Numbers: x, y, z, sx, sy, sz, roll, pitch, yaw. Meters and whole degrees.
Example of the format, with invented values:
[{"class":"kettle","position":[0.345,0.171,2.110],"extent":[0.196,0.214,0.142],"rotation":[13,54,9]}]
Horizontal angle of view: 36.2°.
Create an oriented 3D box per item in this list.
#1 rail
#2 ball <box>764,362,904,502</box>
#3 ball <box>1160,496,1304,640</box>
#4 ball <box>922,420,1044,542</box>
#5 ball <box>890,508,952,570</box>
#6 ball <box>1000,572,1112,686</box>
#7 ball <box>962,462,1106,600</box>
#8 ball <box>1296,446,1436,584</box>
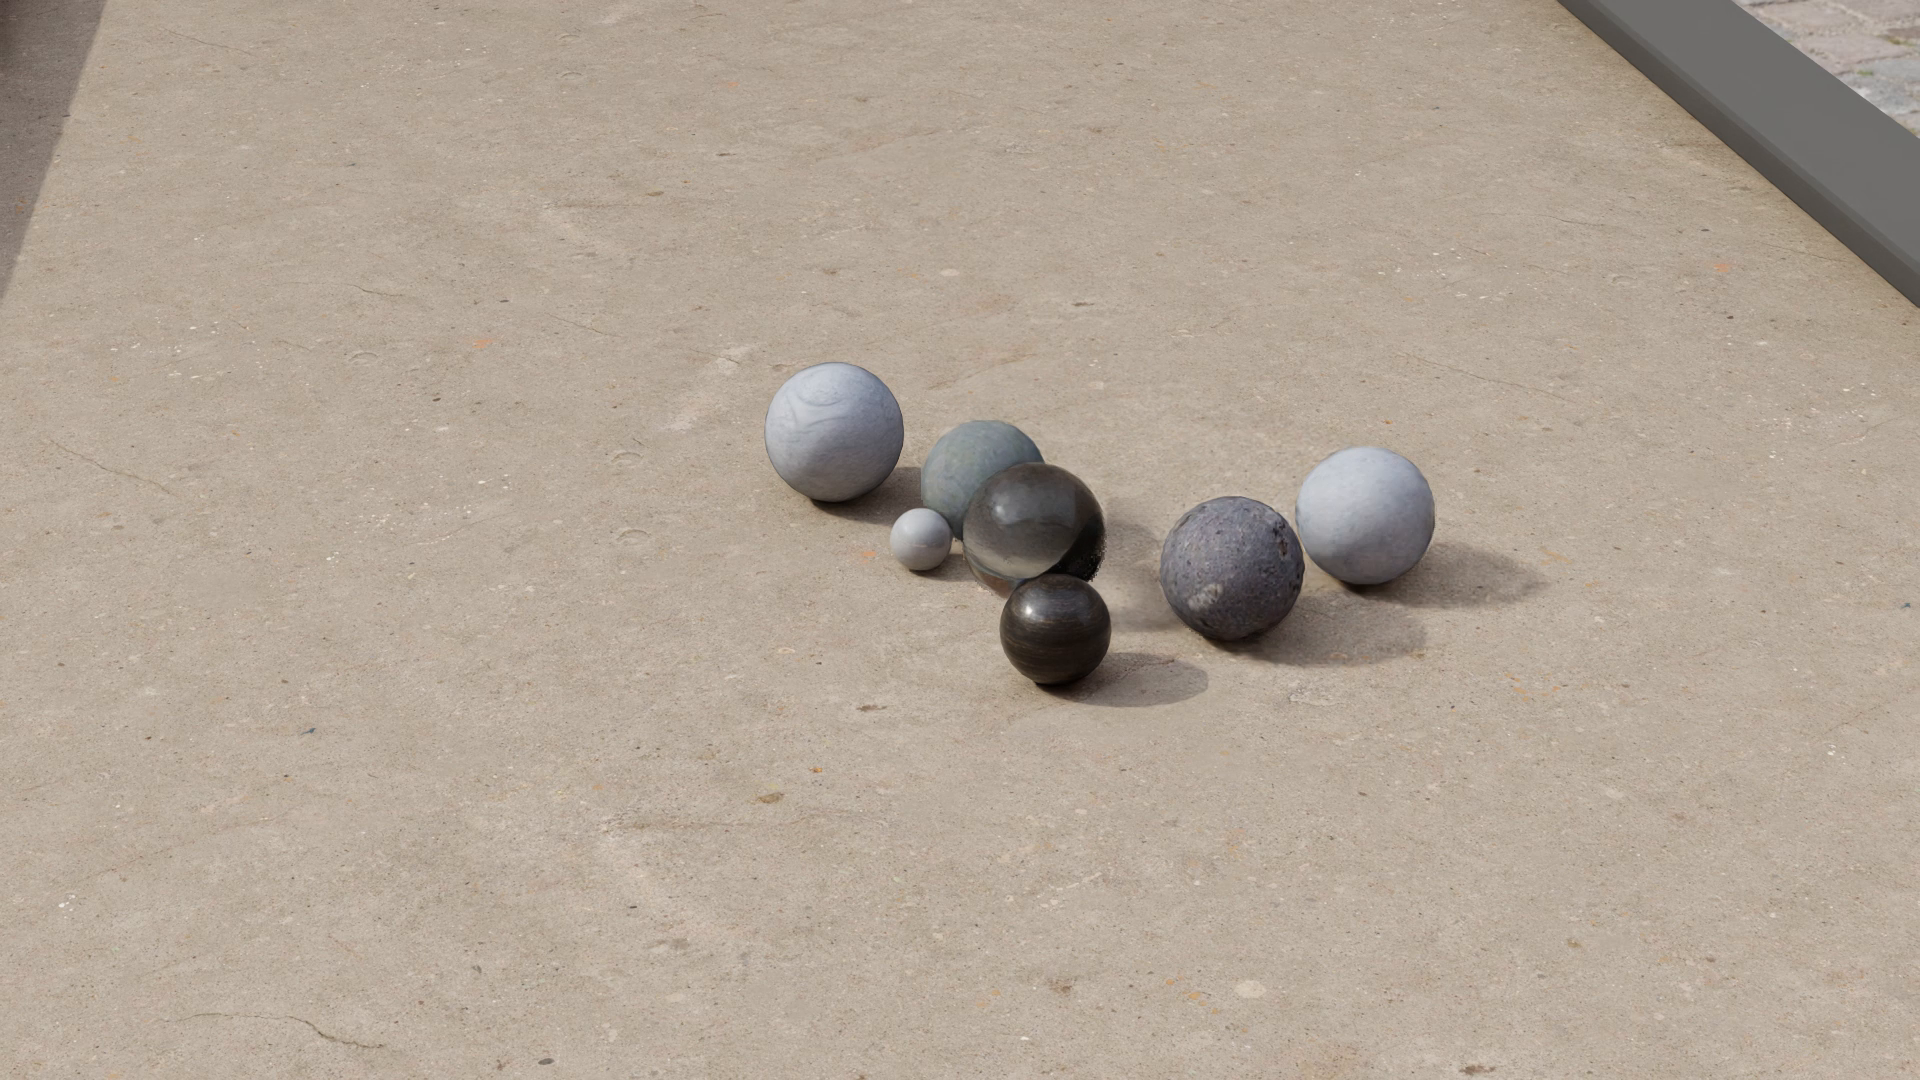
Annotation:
[{"class":"rail","position":[0.670,-0.426,2.659],"extent":[0.045,0.124,3.110],"rotation":[-4,27,-8]},{"class":"ball","position":[-0.085,-0.073,1.998],"extent":[0.095,0.095,0.095],"rotation":[0,27,0]},{"class":"ball","position":[0.169,0.018,1.825],"extent":[0.090,0.090,0.090],"rotation":[0,27,0]},{"class":"ball","position":[0.017,-0.038,1.941],"extent":[0.084,0.084,0.084],"rotation":[0,27,0]},{"class":"ball","position":[-0.025,0.000,1.914],"extent":[0.041,0.041,0.041],"rotation":[0,27,0]},{"class":"ball","position":[0.058,0.054,1.777],"extent":[0.068,0.068,0.068],"rotation":[0,27,0]},{"class":"ball","position":[0.047,-0.004,1.865],"extent":[0.092,0.092,0.092],"rotation":[0,27,0]},{"class":"ball","position":[0.261,-0.016,1.891],"extent":[0.090,0.090,0.090],"rotation":[0,27,0]}]
